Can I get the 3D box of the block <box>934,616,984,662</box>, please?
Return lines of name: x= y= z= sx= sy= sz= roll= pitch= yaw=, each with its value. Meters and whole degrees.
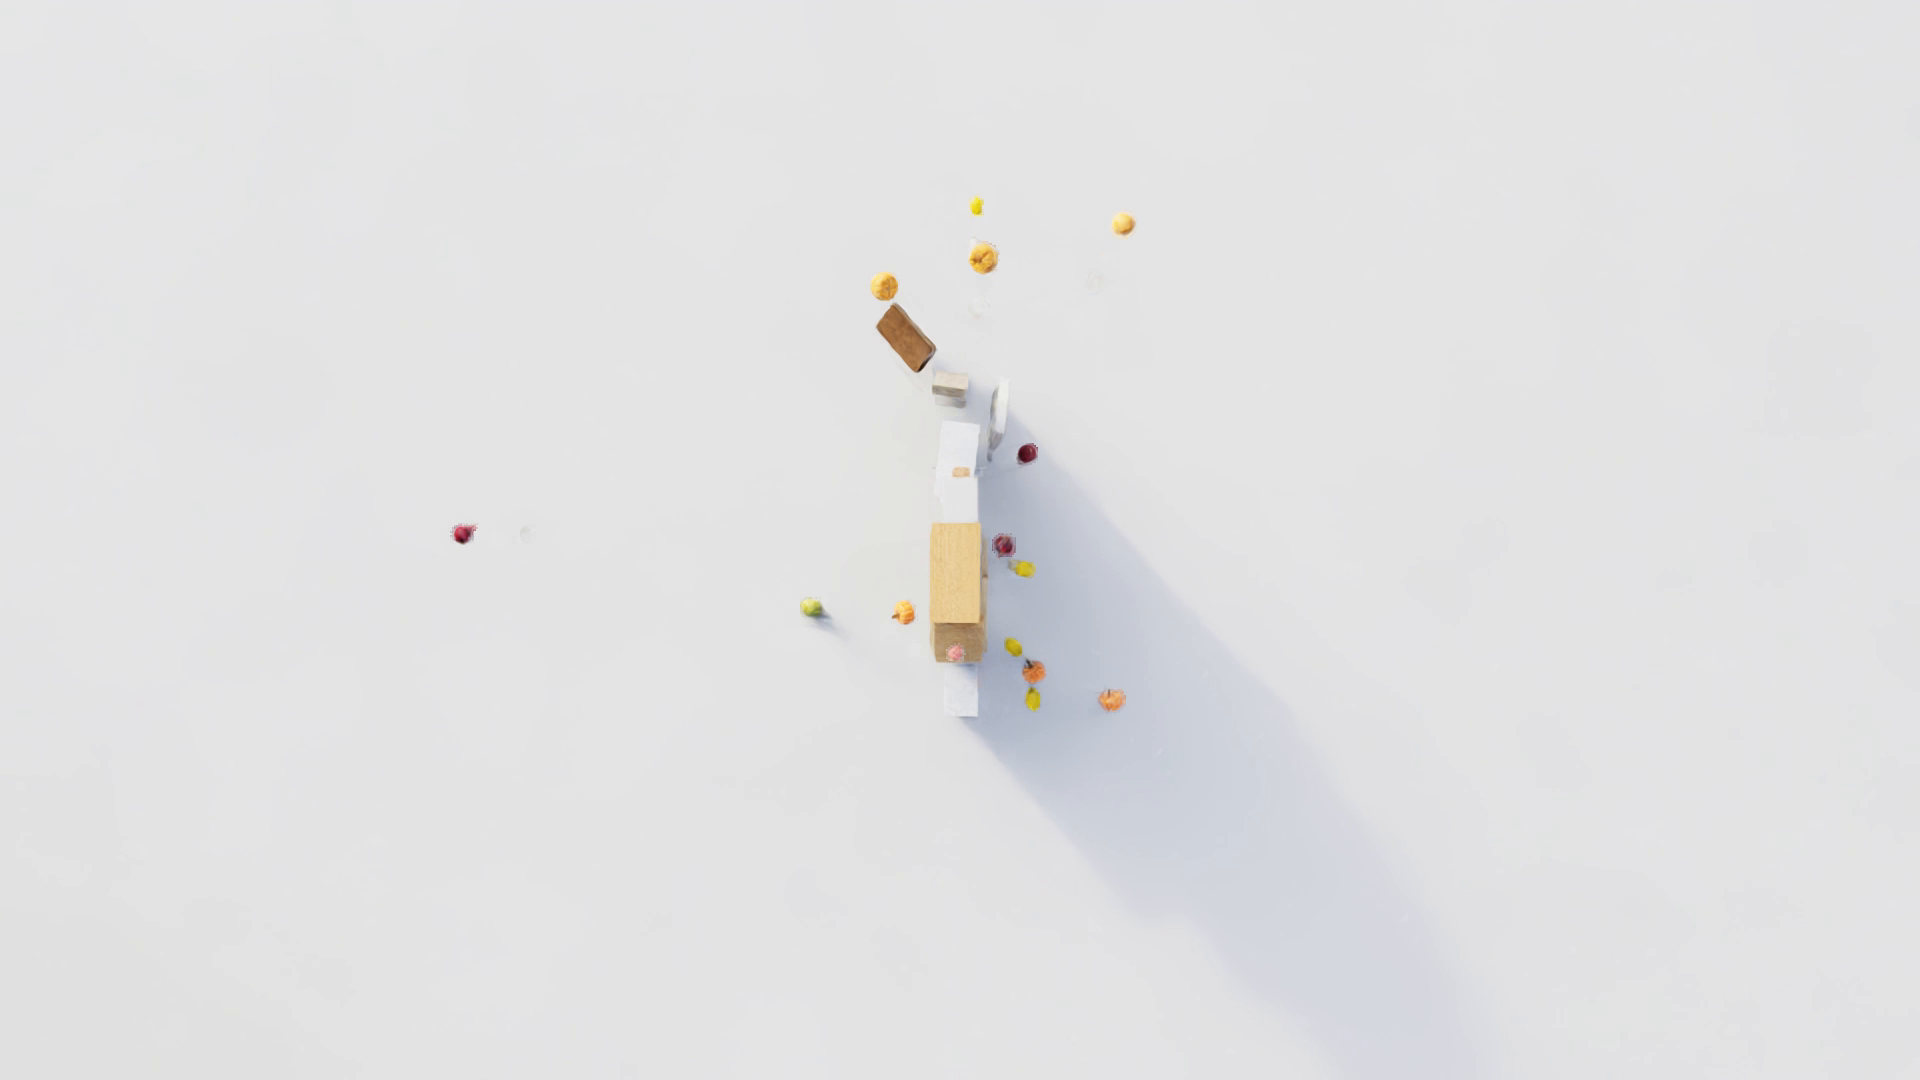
block: x=-0.004 y=0.285 z=4.711 sx=0.137 sy=0.275 sz=0.039 roll=0 pitch=65 yaw=0

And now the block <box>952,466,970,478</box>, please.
block: x=0.002 y=-0.162 z=4.726 sx=0.047 sy=0.013 sz=0.095 roll=2 pitch=94 yaw=-1

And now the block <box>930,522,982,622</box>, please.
block: x=-0.013 y=0.090 z=4.566 sx=0.137 sy=0.039 sz=0.275 roll=1 pitch=91 yaw=0

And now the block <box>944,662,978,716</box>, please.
block: x=0.003 y=0.457 z=5.274 sx=0.106 sy=0.030 sz=0.211 roll=0 pitch=90 yaw=0

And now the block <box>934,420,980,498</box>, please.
block: x=-0.009 y=-0.235 z=4.874 sx=0.112 sy=0.032 sz=0.224 roll=7 pitch=90 yaw=1

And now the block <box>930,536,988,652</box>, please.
block: x=-0.005 y=0.167 z=5.117 sx=0.179 sy=0.051 sz=0.357 roll=0 pitch=90 yaw=0

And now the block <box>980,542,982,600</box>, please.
block: x=-0.004 y=0.090 z=4.715 sx=0.137 sy=0.275 sz=0.039 roll=0 pitch=61 yaw=0

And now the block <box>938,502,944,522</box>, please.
block: x=-0.005 y=0.005 z=4.844 sx=0.116 sy=0.033 sz=0.231 roll=0 pitch=90 yaw=0

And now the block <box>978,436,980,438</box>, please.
block: x=0.000 y=-0.301 z=5.003 sx=0.112 sy=0.224 sz=0.032 roll=4 pitch=90 yaw=0

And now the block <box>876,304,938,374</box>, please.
block: x=-0.167 y=-0.628 z=5.132 sx=0.204 sy=0.029 sz=0.102 roll=50 pitch=121 yaw=16

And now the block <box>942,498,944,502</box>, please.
block: x=-0.004 y=-0.118 z=5.282 sx=0.102 sy=0.029 sz=0.203 roll=0 pitch=90 yaw=0

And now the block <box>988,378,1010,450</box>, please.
block: x=0.119 y=-0.392 z=5.129 sx=0.029 sy=0.102 sz=0.204 roll=11 pitch=59 yaw=-9

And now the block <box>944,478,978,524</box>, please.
block: x=0.003 y=-0.080 z=4.634 sx=0.094 sy=0.027 sz=0.187 roll=-1 pitch=88 yaw=0

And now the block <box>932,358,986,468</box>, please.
block: x=-0.003 y=-0.393 z=5.139 sx=0.169 sy=0.048 sz=0.338 roll=0 pitch=90 yaw=0

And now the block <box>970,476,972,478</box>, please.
block: x=0.010 y=-0.173 z=4.795 sx=0.047 sy=0.125 sz=0.013 roll=-12 pitch=79 yaw=0

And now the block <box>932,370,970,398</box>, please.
block: x=-0.028 y=-0.473 z=5.012 sx=0.102 sy=0.204 sz=0.029 roll=8 pitch=108 yaw=1
